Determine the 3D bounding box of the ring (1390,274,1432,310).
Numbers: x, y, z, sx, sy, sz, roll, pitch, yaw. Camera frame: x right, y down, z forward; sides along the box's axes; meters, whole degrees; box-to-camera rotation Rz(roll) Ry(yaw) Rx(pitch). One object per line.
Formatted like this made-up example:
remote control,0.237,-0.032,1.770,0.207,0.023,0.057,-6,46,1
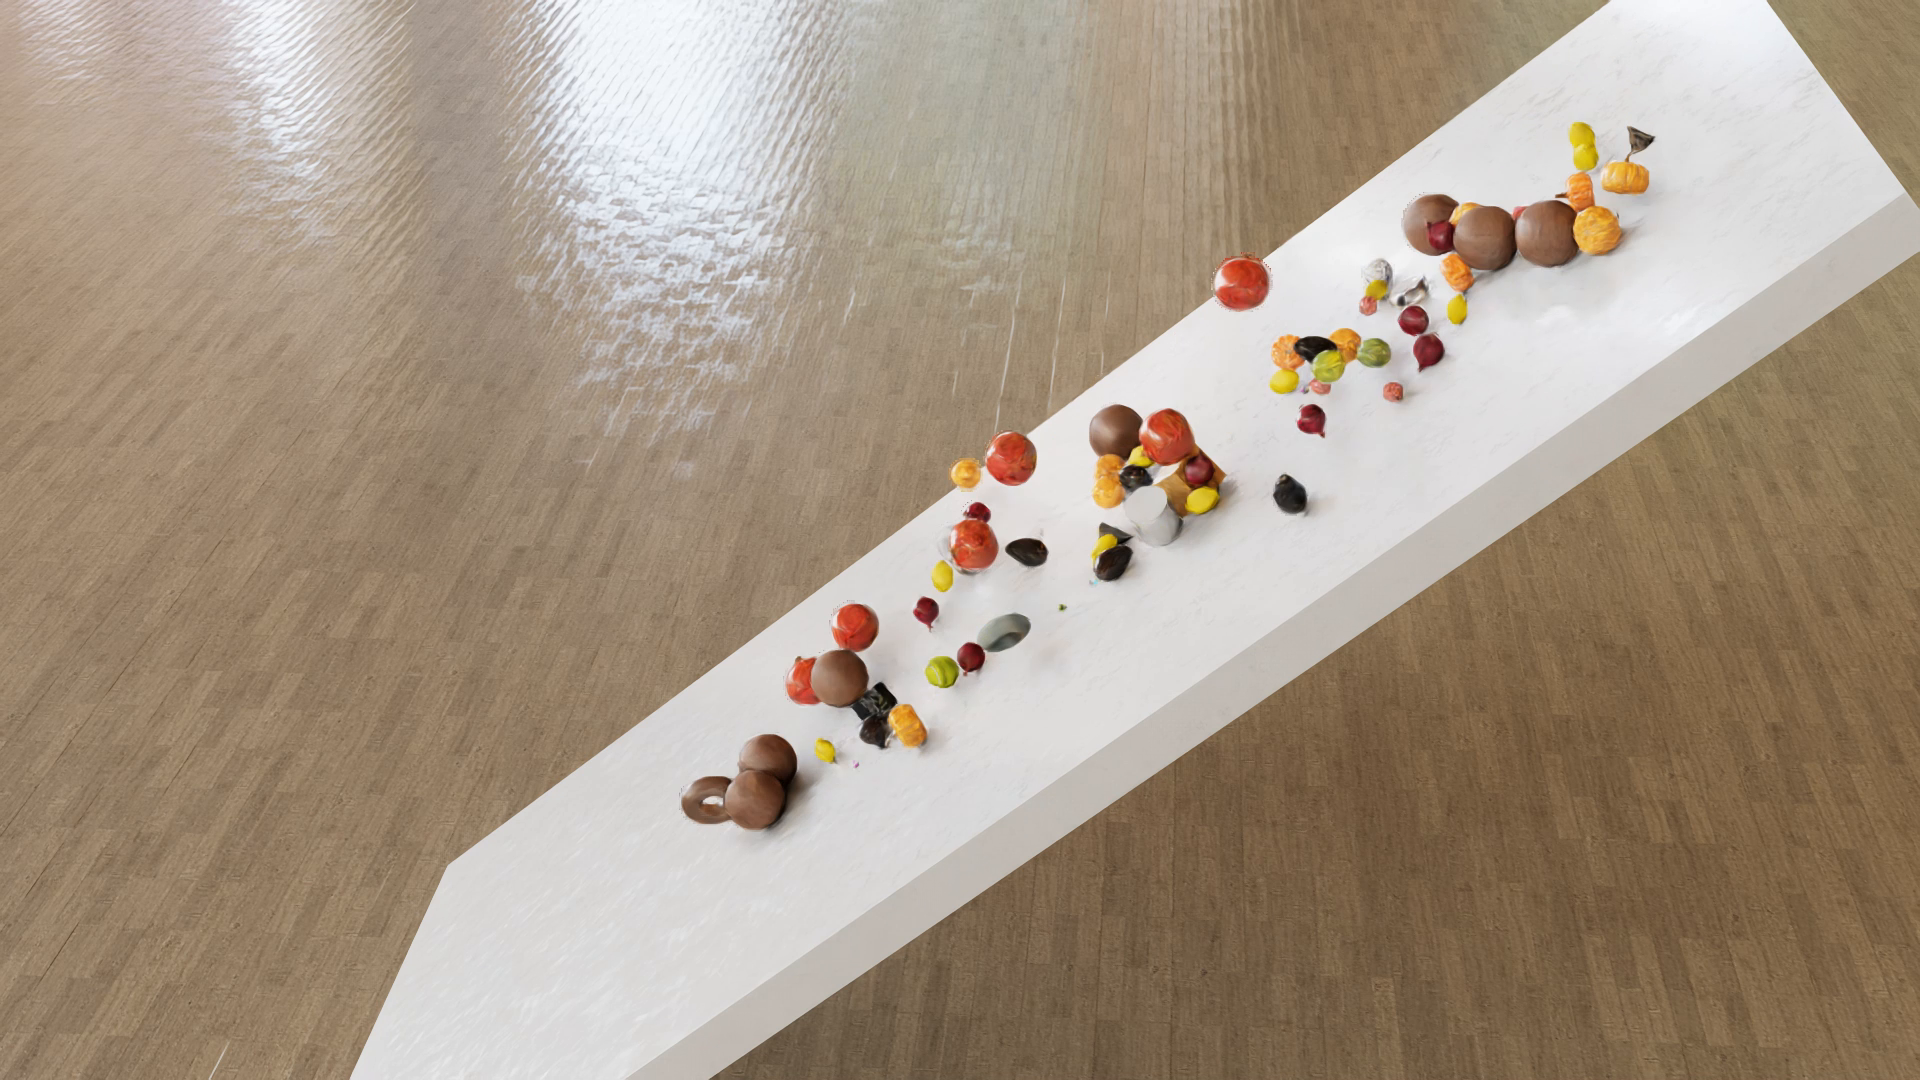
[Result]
ring,0.923,-0.508,6.022,0.097,0.032,0.097,-32,21,14

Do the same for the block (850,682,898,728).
block,-0.182,0.351,6.283,0.060,0.060,0.060,49,47,0

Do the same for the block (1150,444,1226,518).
block,0.462,-0.118,5.970,0.092,0.092,0.092,-32,17,53

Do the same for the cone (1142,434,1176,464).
cone,0.414,-0.184,6.257,0.071,0.071,0.071,-10,26,-23

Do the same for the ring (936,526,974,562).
ring,-0.010,0.009,6.711,0.094,0.094,0.031,10,30,20

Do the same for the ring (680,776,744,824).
ring,-0.536,0.563,6.360,0.137,0.137,0.046,-4,44,-8

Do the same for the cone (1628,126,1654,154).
cone,1.334,-0.800,5.813,0.053,0.053,0.053,-38,16,13

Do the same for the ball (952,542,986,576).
ball,0.019,0.043,6.636,0.078,0.078,0.078,0,24,0

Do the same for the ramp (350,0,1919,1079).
ramp,0.118,0.187,6.346,4.000,0.100,2.000,-36,16,18

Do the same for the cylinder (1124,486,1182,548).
cylinder,0.389,-0.047,5.905,0.090,0.090,0.090,-15,51,19

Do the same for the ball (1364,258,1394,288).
ball,0.887,-0.566,6.232,0.063,0.063,0.063,0,24,0

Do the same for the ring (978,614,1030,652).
ring,0.089,0.187,5.947,0.114,0.114,0.038,-12,62,-24
